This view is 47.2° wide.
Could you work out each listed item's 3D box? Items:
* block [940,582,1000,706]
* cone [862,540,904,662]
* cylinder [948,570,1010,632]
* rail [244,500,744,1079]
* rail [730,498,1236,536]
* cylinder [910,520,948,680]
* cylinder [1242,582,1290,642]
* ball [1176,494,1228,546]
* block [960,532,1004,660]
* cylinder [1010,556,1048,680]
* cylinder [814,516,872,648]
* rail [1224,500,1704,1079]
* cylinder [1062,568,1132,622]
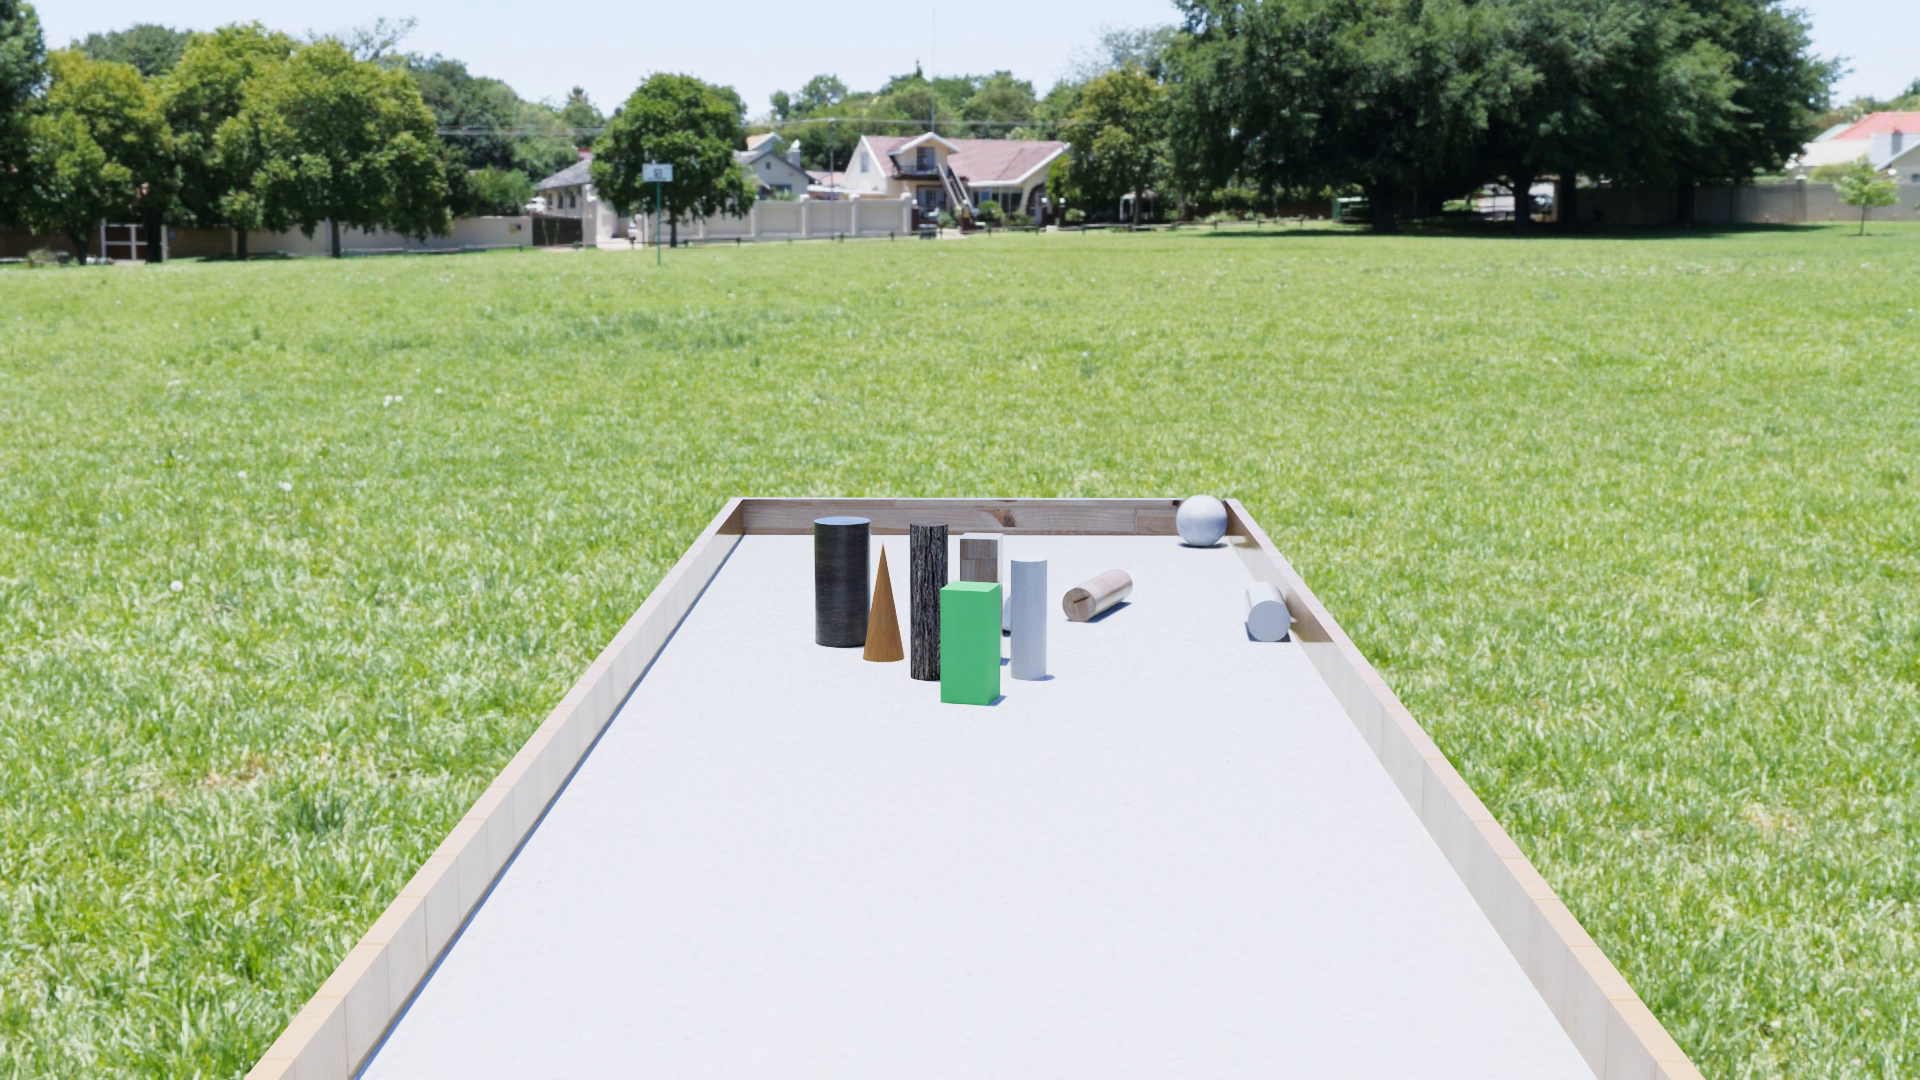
[{"bbox_3d":[0.030,0.288,6.164,0.138,0.322,0.138,2,9,15],"label":"block"},{"bbox_3d":[-0.234,0.181,6.702,0.129,0.365,0.129,0,9,0],"label":"cone"},{"bbox_3d":[0.118,0.199,7.243,0.160,0.160,0.413,-4,10,-26],"label":"cylinder"},{"bbox_3d":[-1.004,0.839,3.234,0.050,0.150,12.000,0,9,1],"label":"rail"},{"bbox_3d":[0.099,-0.098,9.147,2.100,0.150,0.050,0,9,1],"label":"rail"},{"bbox_3d":[-0.090,0.177,6.434,0.112,0.456,0.112,0,9,0],"label":"cylinder"},{"bbox_3d":[0.992,0.230,7.123,0.135,0.135,0.338,1,9,4],"label":"cylinder"},{"bbox_3d":[0.974,-0.080,8.848,0.209,0.209,0.209,0,9,0],"label":"ball"},{"bbox_3d":[0.065,0.177,6.664,0.115,0.384,0.115,1,9,9],"label":"block"},{"bbox_3d":[0.202,0.228,6.447,0.108,0.352,0.108,0,9,0],"label":"cylinder"},{"bbox_3d":[-0.370,0.131,6.936,0.178,0.389,0.178,0,9,0],"label":"cylinder"},{"bbox_3d":[1.046,0.843,3.208,0.050,0.150,12.000,0,9,1],"label":"rail"},{"bbox_3d":[0.470,0.186,7.468,0.116,0.116,0.409,4,10,22],"label":"cylinder"}]
